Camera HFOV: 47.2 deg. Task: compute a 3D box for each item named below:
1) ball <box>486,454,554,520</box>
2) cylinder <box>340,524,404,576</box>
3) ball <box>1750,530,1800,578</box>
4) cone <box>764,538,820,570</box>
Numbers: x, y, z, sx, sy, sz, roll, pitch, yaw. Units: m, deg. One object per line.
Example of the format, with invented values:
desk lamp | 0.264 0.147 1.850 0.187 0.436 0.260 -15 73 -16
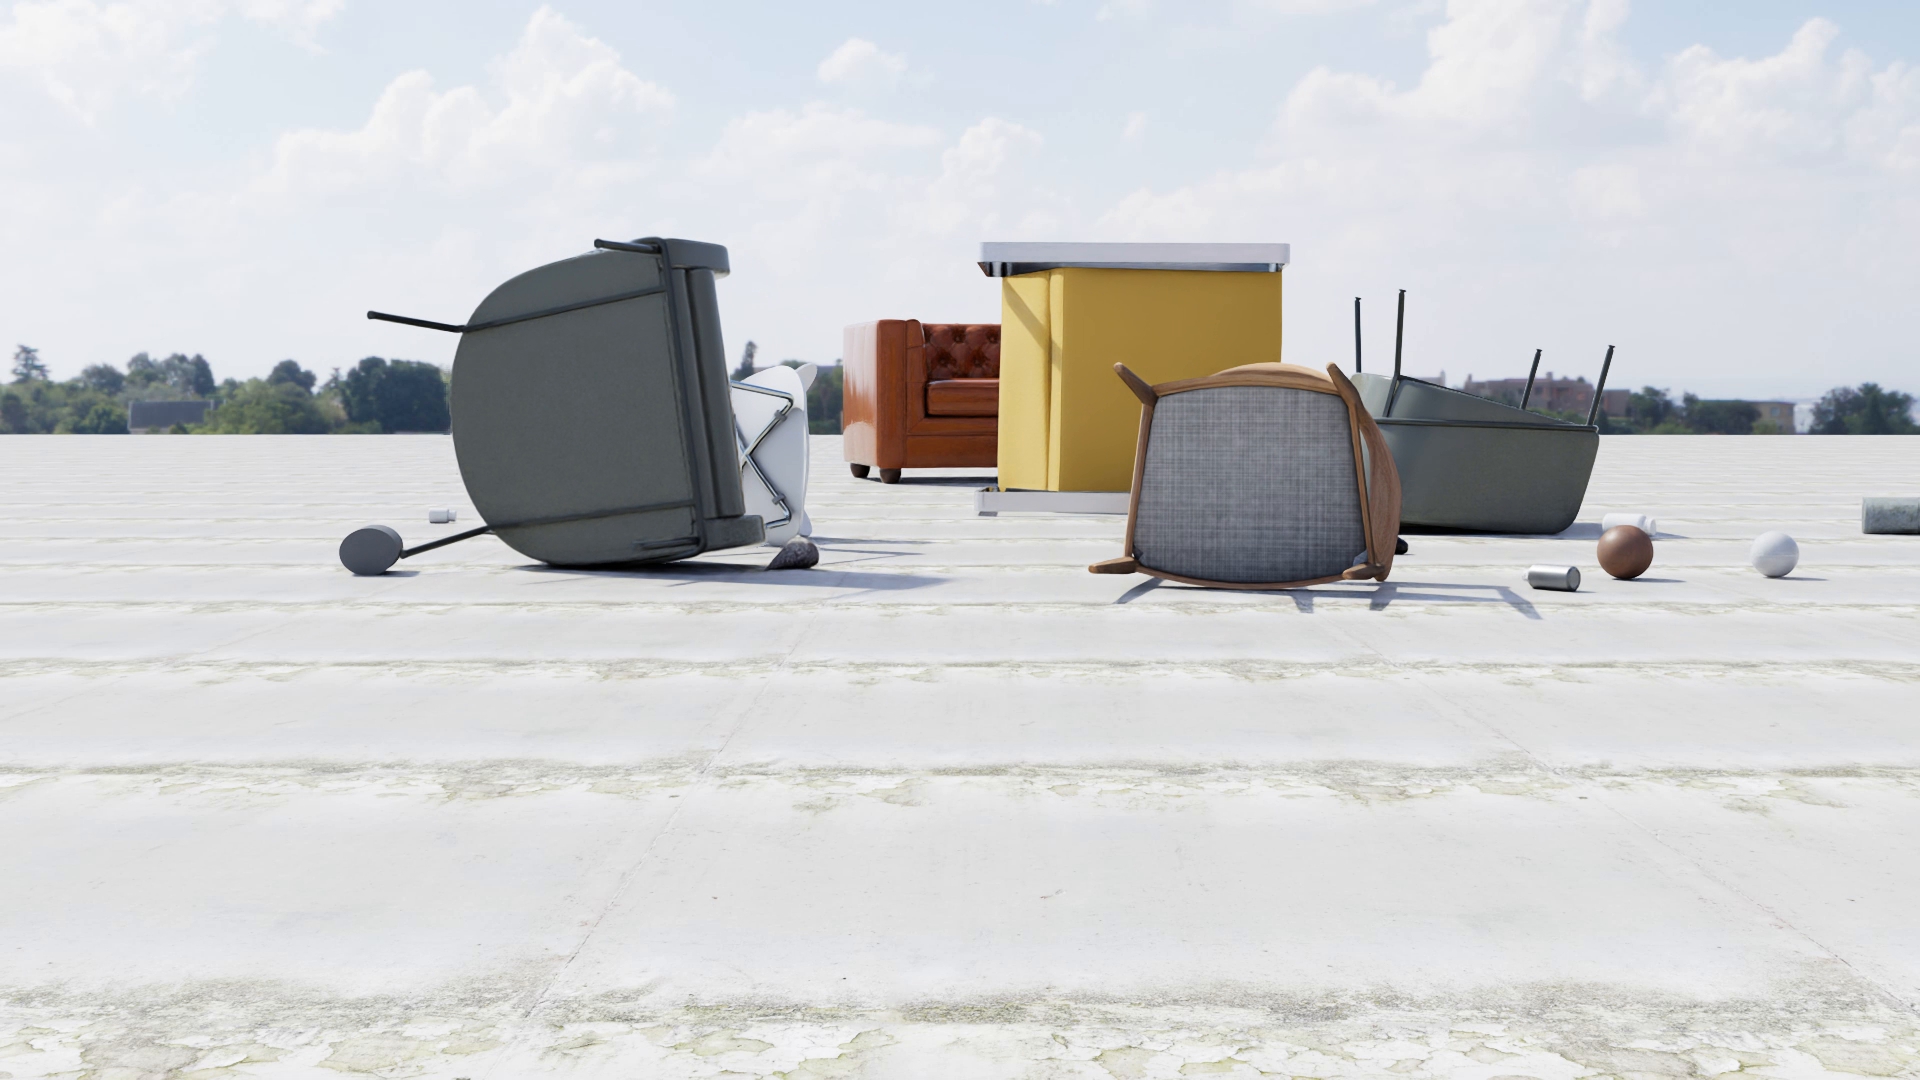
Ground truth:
ball | -1.508 -0.181 7.542 0.224 0.224 0.224 0 4 0
cylinder | -1.437 0.024 5.373 0.137 0.114 0.152 -5 5 -8
ball | 1.939 0.034 5.234 0.112 0.112 0.112 0 4 0
cone | -0.440 0.053 5.490 0.127 0.081 0.135 -25 16 -36
